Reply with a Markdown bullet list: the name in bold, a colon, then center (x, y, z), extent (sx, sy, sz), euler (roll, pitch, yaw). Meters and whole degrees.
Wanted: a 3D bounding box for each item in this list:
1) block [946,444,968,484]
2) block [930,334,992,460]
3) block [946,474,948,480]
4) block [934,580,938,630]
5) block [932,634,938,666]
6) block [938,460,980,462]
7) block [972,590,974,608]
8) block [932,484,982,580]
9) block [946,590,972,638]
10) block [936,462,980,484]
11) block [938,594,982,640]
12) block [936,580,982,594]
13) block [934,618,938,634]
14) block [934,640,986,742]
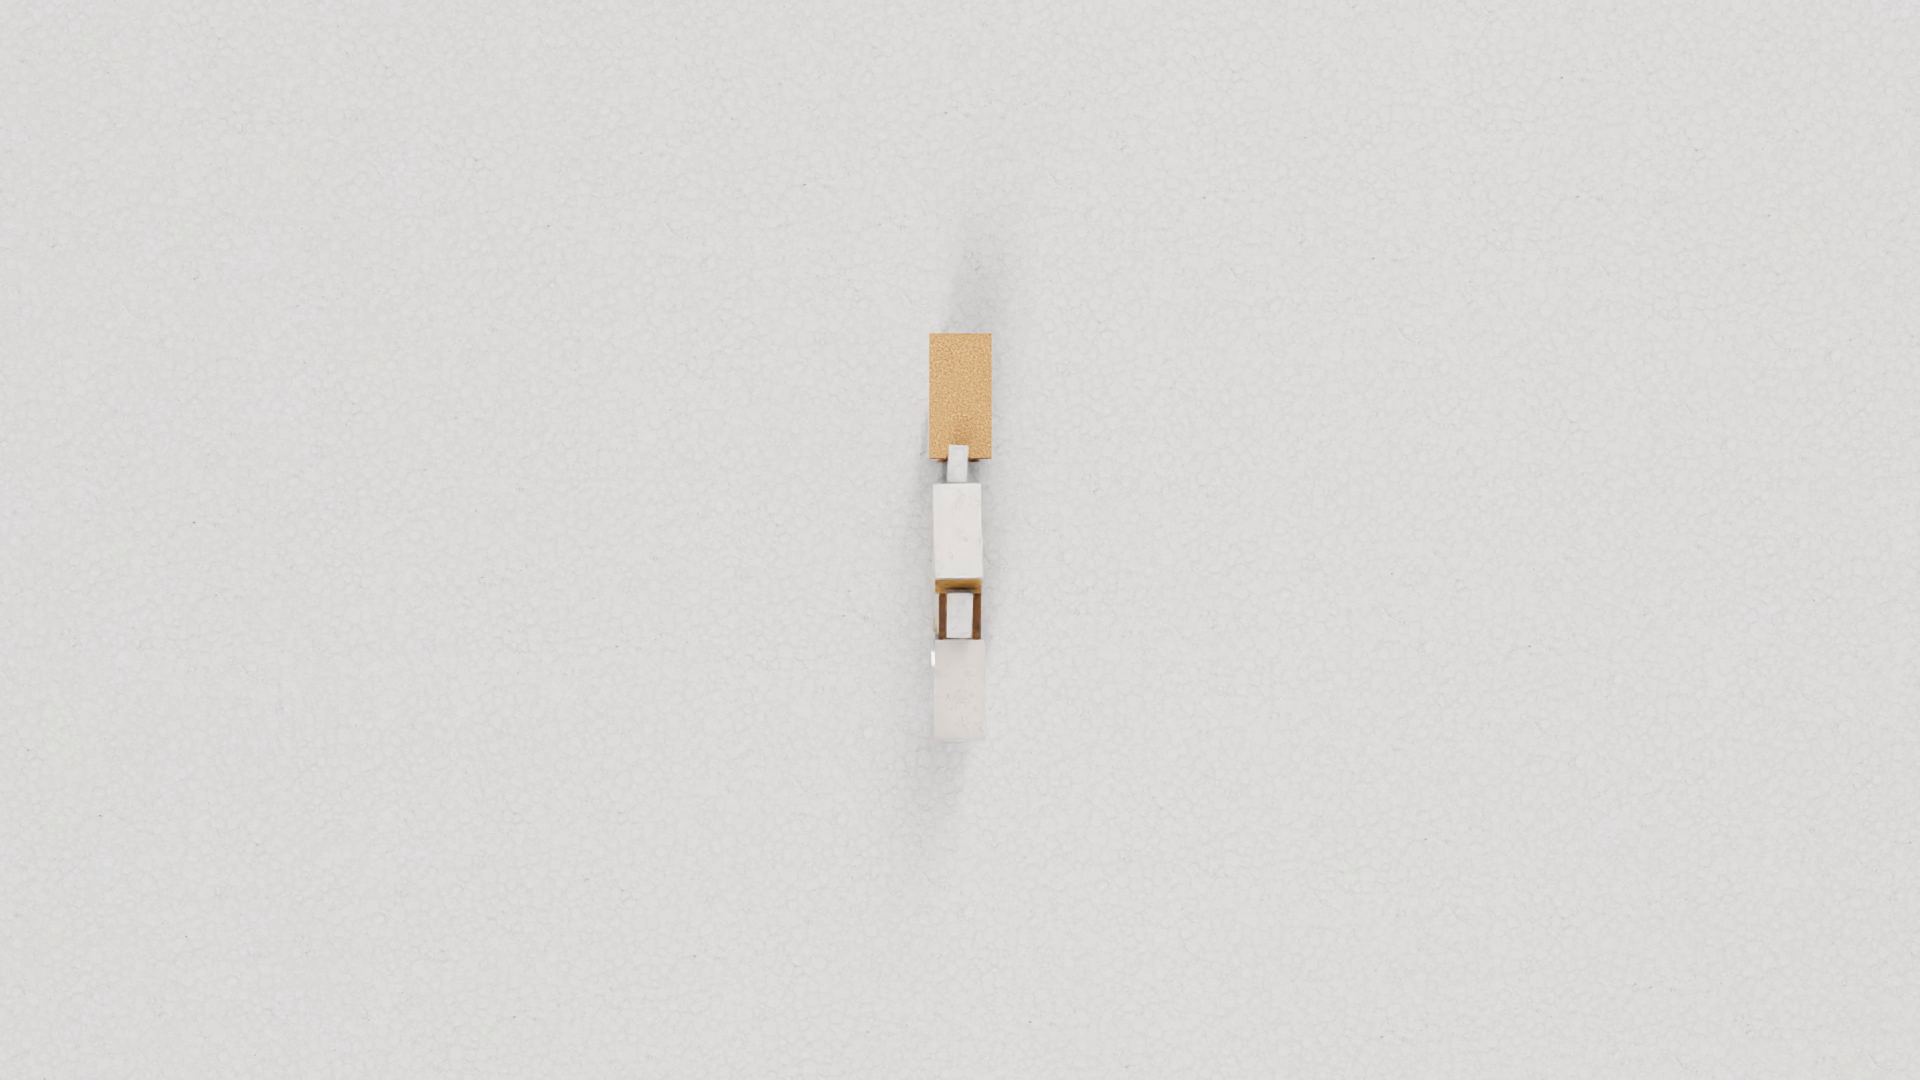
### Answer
- **block**: center (-0.006, -0.204, 4.462), extent (0.053, 0.015, 0.106), euler (3, 89, 0)
- **block**: center (0.001, -0.400, 4.601), extent (0.173, 0.049, 0.346), euler (0, 90, 0)
- **block**: center (-0.010, -0.167, 4.588), extent (0.053, 0.238, 0.015), euler (0, 89, 0)
- **block**: center (-0.006, 0.148, 5.014), extent (0.140, 0.040, 0.280), euler (0, 120, 0)
- **block**: center (-0.007, 0.326, 4.933), extent (0.146, 0.292, 0.041), euler (0, 97, 1)
- **block**: center (-0.004, -0.328, 4.989), extent (0.124, 0.035, 0.248), euler (0, 90, 0)
- **block**: center (0.002, 0.171, 4.621), extent (0.069, 0.139, 0.020), euler (0, 72, -1)
- **block**: center (-0.006, -0.022, 4.393), extent (0.126, 0.036, 0.253), euler (-1, 82, 0)
- **block**: center (-0.001, 0.204, 4.562), extent (0.069, 0.020, 0.139), euler (2, 115, -1)
- **block**: center (-0.004, -0.098, 4.725), extent (0.125, 0.035, 0.250), euler (-1, 90, 0)
- **block**: center (0.000, 0.197, 4.719), extent (0.122, 0.035, 0.244), euler (0, 120, 0)
- **block**: center (-0.004, 0.100, 4.523), extent (0.126, 0.253, 0.036), euler (-1, 74, 0)
- **block**: center (-0.011, 0.276, 5.300), extent (0.140, 0.398, 0.040), euler (-1, 85, 0)
- **block**: center (0.000, 0.427, 4.680), extent (0.146, 0.041, 0.292), euler (0, 64, 0)
